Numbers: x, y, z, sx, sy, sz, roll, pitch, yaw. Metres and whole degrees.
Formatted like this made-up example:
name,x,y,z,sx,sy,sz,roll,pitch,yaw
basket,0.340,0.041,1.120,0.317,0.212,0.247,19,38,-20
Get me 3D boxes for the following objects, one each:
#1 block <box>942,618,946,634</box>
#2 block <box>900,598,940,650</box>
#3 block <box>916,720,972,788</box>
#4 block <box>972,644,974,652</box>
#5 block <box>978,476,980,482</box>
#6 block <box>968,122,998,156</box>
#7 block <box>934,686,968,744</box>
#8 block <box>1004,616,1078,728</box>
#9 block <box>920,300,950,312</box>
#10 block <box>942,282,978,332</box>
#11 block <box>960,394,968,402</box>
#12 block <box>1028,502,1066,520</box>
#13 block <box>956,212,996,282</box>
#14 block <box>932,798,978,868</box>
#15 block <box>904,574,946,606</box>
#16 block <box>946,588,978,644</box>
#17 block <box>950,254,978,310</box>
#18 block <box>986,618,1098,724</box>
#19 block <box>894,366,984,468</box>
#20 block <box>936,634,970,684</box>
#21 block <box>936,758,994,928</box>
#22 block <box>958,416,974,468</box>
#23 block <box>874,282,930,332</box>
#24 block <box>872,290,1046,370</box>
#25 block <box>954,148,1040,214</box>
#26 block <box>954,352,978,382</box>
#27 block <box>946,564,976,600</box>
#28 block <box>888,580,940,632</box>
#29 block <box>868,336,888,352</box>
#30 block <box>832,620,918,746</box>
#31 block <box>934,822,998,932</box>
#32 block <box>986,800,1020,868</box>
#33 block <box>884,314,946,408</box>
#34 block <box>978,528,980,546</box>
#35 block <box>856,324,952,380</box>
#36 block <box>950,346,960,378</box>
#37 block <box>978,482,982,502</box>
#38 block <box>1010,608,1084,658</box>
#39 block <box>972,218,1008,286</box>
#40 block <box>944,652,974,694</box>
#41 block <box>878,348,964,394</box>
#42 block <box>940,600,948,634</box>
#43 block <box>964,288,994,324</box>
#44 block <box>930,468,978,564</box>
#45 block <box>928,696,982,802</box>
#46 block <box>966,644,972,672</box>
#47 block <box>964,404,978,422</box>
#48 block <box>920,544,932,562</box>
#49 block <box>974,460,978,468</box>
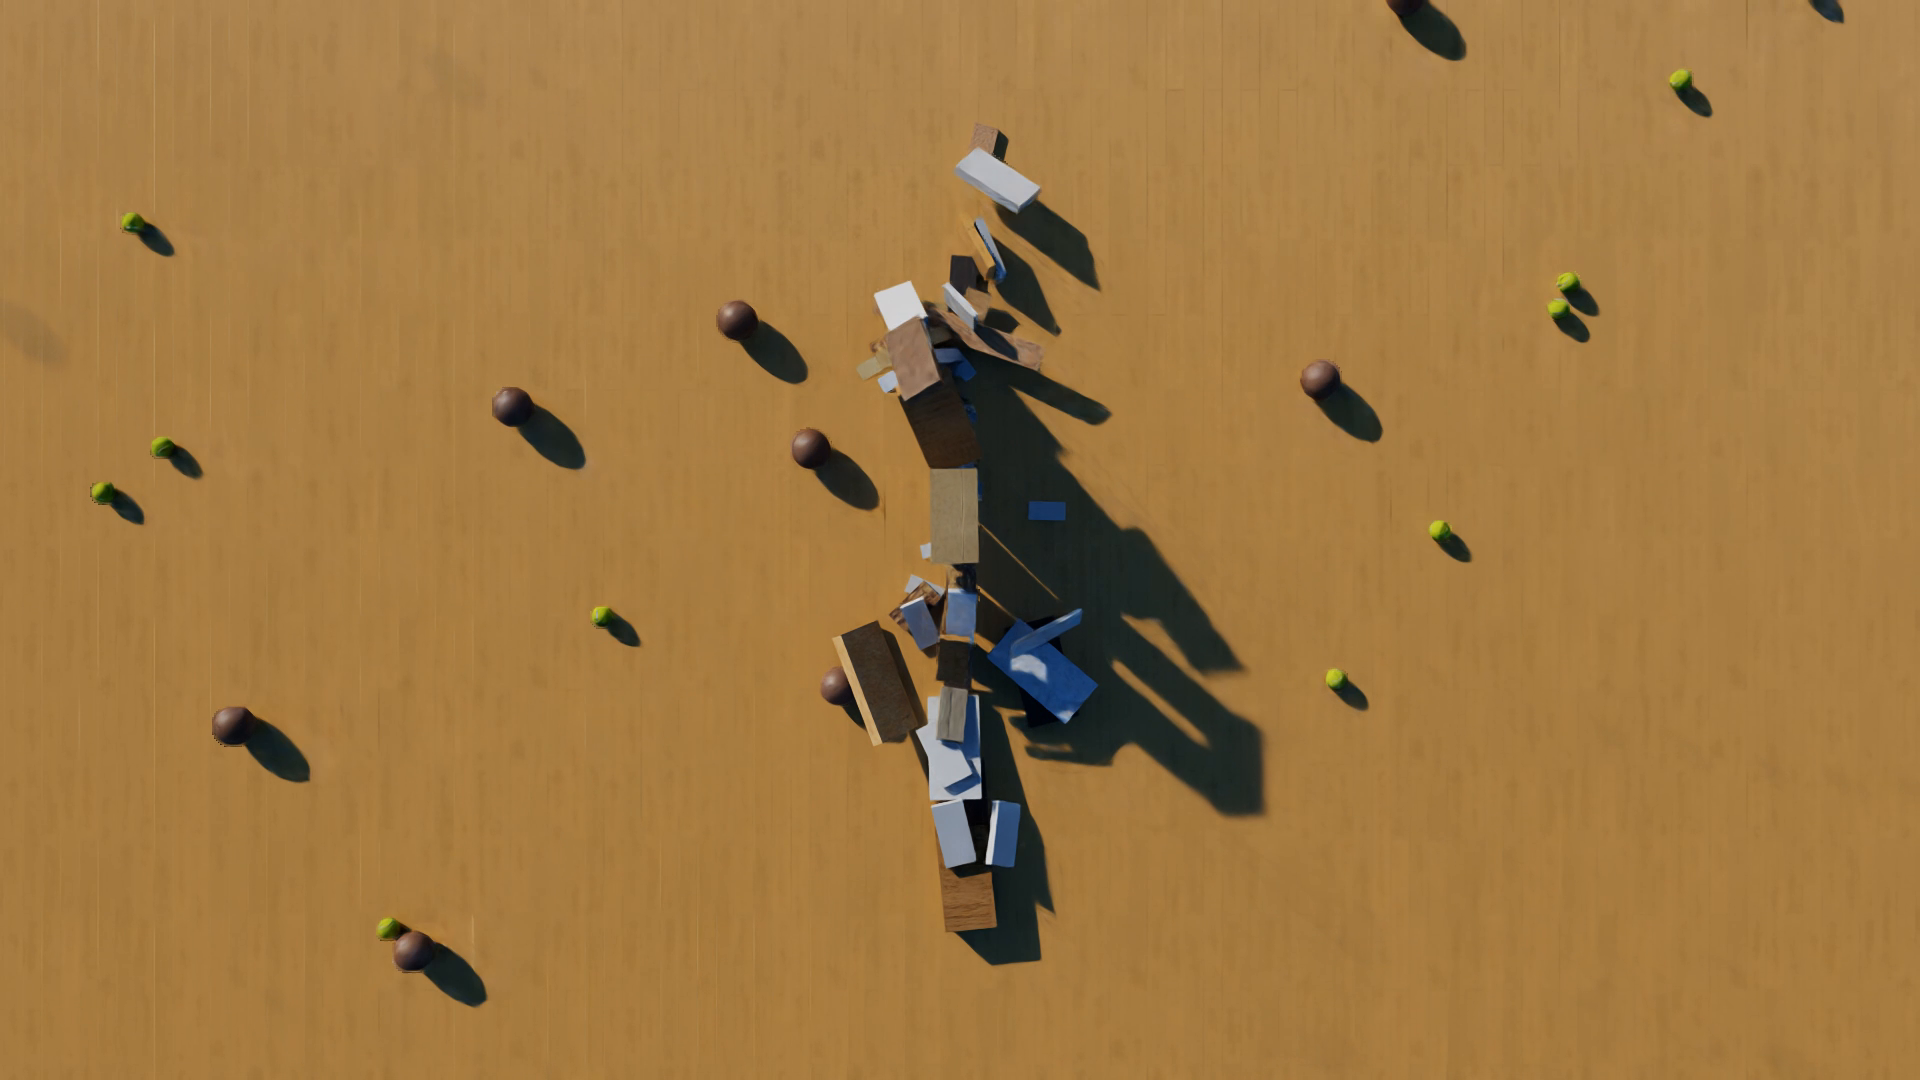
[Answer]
name,x,y,z,sx,sy,sz,roll,pitch,yaw
block,-0.020,0.328,5.306,0.082,0.023,0.177,9,118,-1
block,-0.130,0.277,5.461,0.082,0.023,0.164,-23,110,0
block,-0.053,0.696,5.397,0.104,0.030,0.209,-26,78,-5
block,0.000,0.362,5.415,0.088,0.176,0.025,5,65,0
block,-0.008,-0.082,5.234,0.123,0.035,0.246,4,90,0
block,0.071,-1.299,5.489,0.081,0.023,0.161,14,90,0
block,-0.028,0.572,5.404,0.088,0.025,0.176,10,68,-11
block,0.269,0.437,5.476,0.170,0.048,0.339,-14,90,0
block,-0.129,-0.748,5.471,0.179,0.025,0.090,10,96,8
block,0.003,-0.758,5.357,0.023,0.081,0.161,-34,68,-16
block,0.004,-0.471,5.451,0.050,0.099,0.014,3,90,0
block,0.290,-0.097,5.491,0.122,0.017,0.061,2,90,0
block,0.052,-0.966,5.427,0.030,0.105,0.210,-26,79,-10
block,-0.019,0.956,5.376,0.104,0.030,0.209,-13,97,0
block,-0.117,0.166,5.491,0.122,0.017,0.061,24,90,0
block,0.004,0.242,5.201,0.091,0.026,0.183,5,118,2
block,0.009,-0.854,5.487,0.090,0.025,0.179,5,90,0
block,0.270,0.430,5.428,0.339,0.048,0.170,40,90,0
block,-0.061,-0.365,5.129,0.175,0.049,0.349,-21,133,3
block,-0.023,0.379,5.257,0.091,0.026,0.183,7,129,1
block,0.015,1.005,5.476,0.170,0.048,0.541,-4,90,0
block,-0.011,-0.294,5.279,0.102,0.029,0.204,-7,90,3
block,-0.188,-0.742,5.315,0.128,0.257,0.036,-21,128,-2
block,-0.005,-0.691,5.418,0.589,0.023,0.081,20,107,8
block,0.121,-1.178,5.401,0.257,0.036,0.128,35,55,11
block,0.008,-0.578,5.479,0.050,0.014,0.099,-38,90,0
block,0.003,0.110,5.295,0.095,0.027,0.190,-2,90,0
block,-0.150,0.219,5.475,0.164,0.023,0.082,-44,93,8
block,-0.202,-0.660,5.352,0.105,0.210,0.030,-12,105,28
block,-0.277,0.469,5.424,0.170,0.048,0.376,-21,90,-44
block,0.019,1.108,5.428,0.170,0.048,0.339,-6,90,0
block,0.143,0.967,5.433,0.104,0.030,0.209,18,74,-42
block,-0.138,-0.542,4.976,0.128,0.036,0.285,-30,51,16
block,0.001,-0.018,5.376,0.123,0.246,0.035,-2,99,0
block,-0.176,-0.602,5.290,0.175,0.349,0.049,-28,92,30
block,-0.014,-0.596,5.493,0.049,0.014,0.099,-17,90,0
block,-0.003,-0.149,5.075,0.141,0.283,0.040,1,88,0
block,0.283,0.303,5.380,0.300,0.061,0.017,-25,52,-33
block,0.094,-0.953,5.446,0.030,0.105,0.210,-24,90,-9
block,-0.004,0.436,5.432,0.088,0.025,0.176,5,131,0
block,-0.119,-0.542,5.251,0.175,0.469,0.049,-31,90,15
block,-0.012,0.232,5.323,0.082,0.023,0.165,8,91,0
block,0.036,-0.739,5.466,0.090,0.025,0.179,20,101,-5
block,-0.017,-0.071,4.913,0.141,0.040,0.283,-1,90,0
block,-0.018,0.686,5.438,0.170,0.048,0.339,-2,77,1
block,-0.004,0.323,5.274,0.091,0.026,0.211,6,118,1
block,0.002,-0.405,5.397,0.102,0.204,0.029,-16,103,1
block,-0.045,0.027,5.075,0.141,0.283,0.040,-14,87,0
block,0.005,-0.254,5.398,0.102,0.204,0.029,-5,106,0
